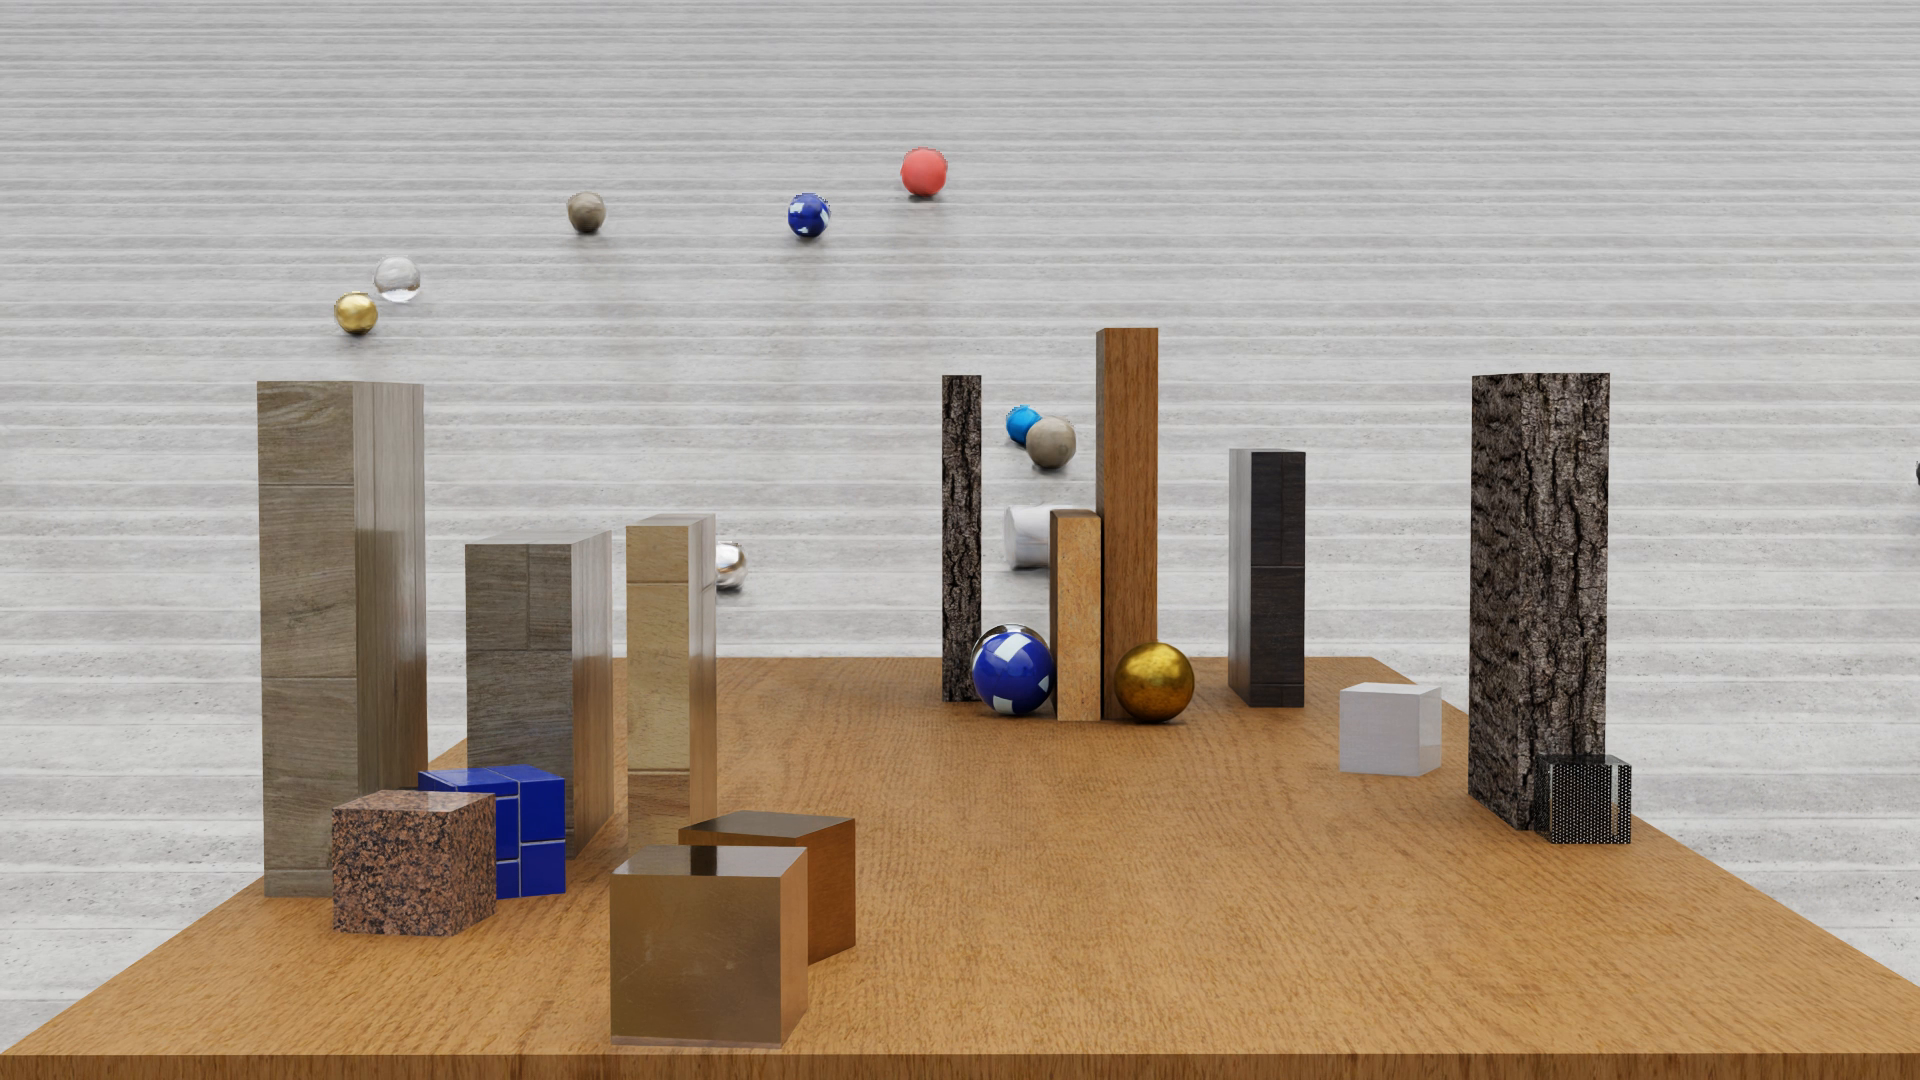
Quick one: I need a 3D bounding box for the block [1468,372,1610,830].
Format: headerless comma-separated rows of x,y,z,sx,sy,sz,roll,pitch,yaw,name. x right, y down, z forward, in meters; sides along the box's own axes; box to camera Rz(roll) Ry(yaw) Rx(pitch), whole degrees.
0.901,0.084,4.025,0.131,0.686,0.369,0,3,0,block

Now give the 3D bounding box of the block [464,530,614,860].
-0.618,0.217,3.815,0.149,0.445,0.422,0,3,0,block

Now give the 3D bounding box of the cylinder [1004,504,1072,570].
0.230,-0.009,7.320,0.177,0.177,0.177,-4,22,-9,cylinder

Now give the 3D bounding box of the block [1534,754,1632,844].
0.919,0.382,3.798,0.115,0.115,0.115,0,3,0,block

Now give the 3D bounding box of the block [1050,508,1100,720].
0.240,0.149,5.418,0.087,0.412,0.444,0,3,0,block

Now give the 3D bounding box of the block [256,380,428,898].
-0.843,0.118,3.545,0.123,0.670,0.441,0,3,0,block

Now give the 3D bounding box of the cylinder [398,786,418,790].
-0.720,0.398,3.558,0.111,0.111,0.111,0,21,2,cylinder

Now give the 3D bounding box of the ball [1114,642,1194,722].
0.391,0.286,5.173,0.163,0.163,0.163,0,21,0,ball

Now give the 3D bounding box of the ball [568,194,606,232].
-1.570,-1.375,10.812,0.161,0.161,0.161,0,21,0,ball

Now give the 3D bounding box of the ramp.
0.050,0.452,4.532,2.000,0.100,4.000,0,3,0,ramp

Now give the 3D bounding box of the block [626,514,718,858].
-0.400,0.211,3.596,0.082,0.480,0.385,0,3,0,block

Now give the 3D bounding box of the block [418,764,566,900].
-0.620,0.386,3.397,0.151,0.151,0.151,-2,3,-28,block

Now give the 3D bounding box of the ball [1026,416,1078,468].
0.287,-0.305,8.093,0.164,0.164,0.164,0,21,0,ball

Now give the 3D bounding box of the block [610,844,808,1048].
-0.255,0.415,2.642,0.172,0.172,0.172,0,3,6,block

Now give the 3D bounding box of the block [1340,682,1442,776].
0.756,0.331,4.511,0.142,0.142,0.142,1,3,26,block

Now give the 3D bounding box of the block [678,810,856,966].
-0.224,0.406,2.999,0.152,0.152,0.152,1,3,24,block

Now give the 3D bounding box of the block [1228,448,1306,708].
0.670,0.073,5.638,0.115,0.540,0.439,0,3,0,block

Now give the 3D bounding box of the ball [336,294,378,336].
-2.214,-0.828,9.437,0.151,0.151,0.151,0,21,0,ball

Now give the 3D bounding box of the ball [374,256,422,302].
-2.151,-0.998,9.835,0.176,0.176,0.176,0,21,0,ball

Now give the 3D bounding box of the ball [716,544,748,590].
-0.654,0.075,7.173,0.130,0.130,0.130,0,21,0,ball

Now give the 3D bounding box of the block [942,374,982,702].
0.004,-0.011,5.683,0.085,0.703,0.320,0,3,0,block

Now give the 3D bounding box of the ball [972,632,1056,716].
0.111,0.275,5.303,0.173,0.173,0.173,0,21,0,ball

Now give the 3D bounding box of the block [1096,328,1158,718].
0.348,-0.042,5.404,0.108,0.795,0.332,0,3,0,block

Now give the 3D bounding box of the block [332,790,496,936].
-0.672,0.397,3.177,0.151,0.151,0.151,1,3,11,block

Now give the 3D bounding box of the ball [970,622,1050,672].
0.109,0.264,5.476,0.175,0.175,0.175,0,21,0,ball

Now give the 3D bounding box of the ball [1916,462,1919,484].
3.001,-0.202,7.819,0.172,0.172,0.172,0,21,0,ball

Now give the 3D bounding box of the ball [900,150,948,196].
-0.160,-1.625,11.387,0.205,0.205,0.205,0,21,0,ball

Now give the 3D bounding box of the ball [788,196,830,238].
-0.633,-1.348,10.721,0.177,0.177,0.177,0,21,0,ball

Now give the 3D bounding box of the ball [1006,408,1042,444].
0.210,-0.367,8.309,0.120,0.120,0.120,0,21,0,ball
